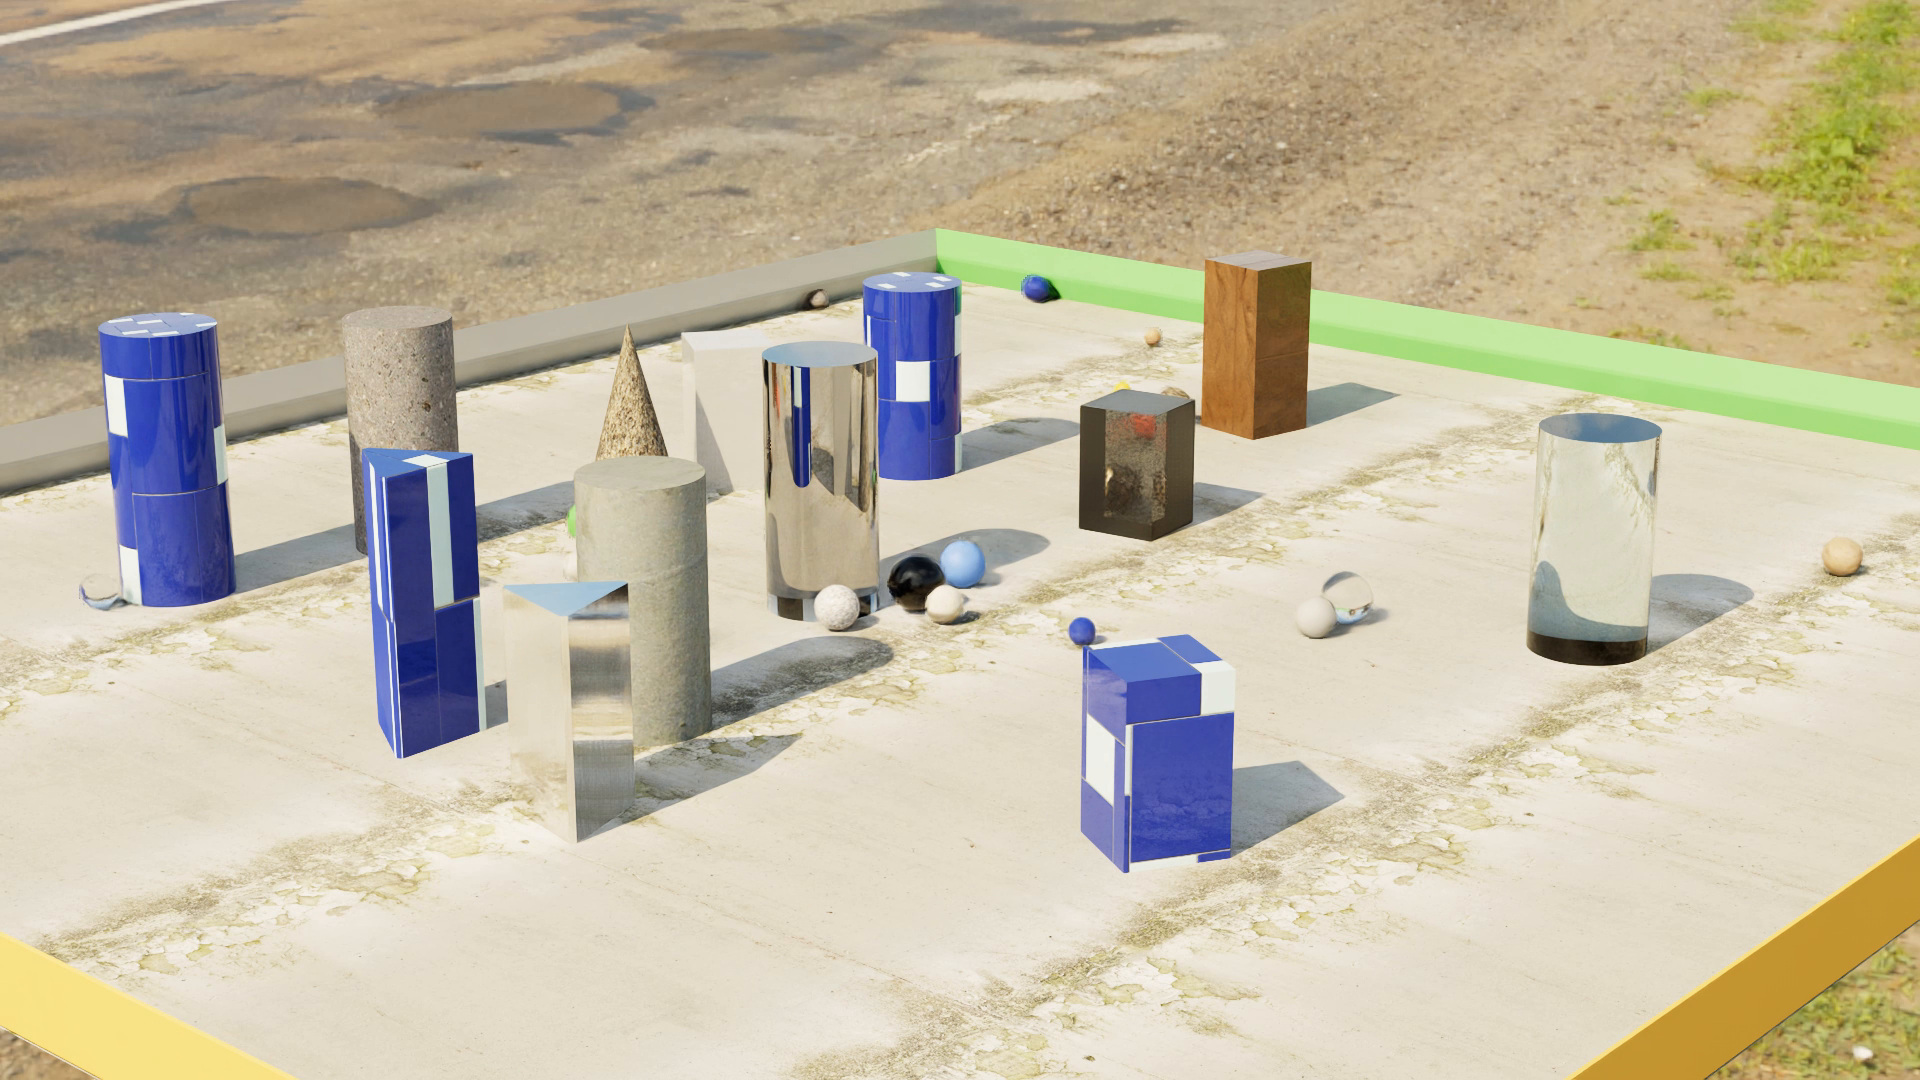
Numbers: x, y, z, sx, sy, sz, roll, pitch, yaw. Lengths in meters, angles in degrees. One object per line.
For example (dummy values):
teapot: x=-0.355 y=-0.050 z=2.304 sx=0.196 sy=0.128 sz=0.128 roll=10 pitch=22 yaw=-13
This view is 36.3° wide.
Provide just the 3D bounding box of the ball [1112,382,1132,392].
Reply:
ball: x=0.358 y=-0.329 z=6.471 sx=0.041 sy=0.041 sz=0.041 roll=0 pitch=17 yaw=0

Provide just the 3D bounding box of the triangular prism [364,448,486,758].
triangular prism: x=-0.837 y=0.085 z=4.414 sx=0.148 sy=0.436 sz=0.171 roll=14 pitch=22 yaw=38

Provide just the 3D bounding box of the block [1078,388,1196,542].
block: x=0.333 y=-0.142 z=5.510 sx=0.158 sy=0.239 sz=0.158 roll=11 pitch=20 yaw=32

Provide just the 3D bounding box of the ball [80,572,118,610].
ball: x=-1.483 y=0.088 z=5.051 sx=0.063 sy=0.063 sz=0.063 roll=0 pitch=17 yaw=0

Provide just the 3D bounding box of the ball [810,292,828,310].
ball: x=-0.356 y=-0.603 z=7.377 sx=0.044 sy=0.044 sz=0.044 roll=0 pitch=17 yaw=0

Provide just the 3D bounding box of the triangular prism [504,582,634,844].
triangular prism: x=-0.527 y=0.230 z=4.116 sx=0.148 sy=0.331 sz=0.171 roll=-12 pitch=21 yaw=-35

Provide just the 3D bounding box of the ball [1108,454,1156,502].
ball: x=0.333 y=-0.119 z=5.685 sx=0.093 sy=0.093 sz=0.093 roll=0 pitch=17 yaw=0

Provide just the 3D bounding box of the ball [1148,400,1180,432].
ball: x=0.431 y=-0.261 z=6.198 sx=0.070 sy=0.070 sz=0.070 roll=0 pitch=17 yaw=0

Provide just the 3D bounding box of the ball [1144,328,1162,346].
ball: x=0.459 y=-0.482 z=6.980 sx=0.042 sy=0.042 sz=0.042 roll=0 pitch=17 yaw=0

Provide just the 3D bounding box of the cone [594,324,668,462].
cone: x=-0.625 y=-0.231 z=5.569 sx=0.197 sy=0.375 sz=0.197 roll=0 pitch=17 yaw=0

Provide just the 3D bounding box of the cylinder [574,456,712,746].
cylinder: x=-0.480 y=0.091 z=4.454 sx=0.197 sy=0.401 sz=0.197 roll=0 pitch=17 yaw=0

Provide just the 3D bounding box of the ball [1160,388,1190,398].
ball: x=0.455 y=-0.286 z=6.265 sx=0.079 sy=0.079 sz=0.079 roll=0 pitch=17 yaw=0

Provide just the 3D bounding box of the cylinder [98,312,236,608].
cylinder: x=-1.373 y=-0.140 z=5.089 sx=0.197 sy=0.477 sz=0.197 roll=0 pitch=17 yaw=0

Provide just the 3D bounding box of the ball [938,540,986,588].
ball: x=0.004 y=0.042 z=5.167 sx=0.084 sy=0.084 sz=0.084 roll=0 pitch=17 yaw=0

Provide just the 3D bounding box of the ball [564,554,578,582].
ball: x=-0.675 y=0.049 z=5.198 sx=0.053 sy=0.053 sz=0.053 roll=0 pitch=17 yaw=0

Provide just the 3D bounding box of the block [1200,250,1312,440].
block: x=0.625 y=-0.414 z=6.198 sx=0.158 sy=0.361 sz=0.158 roll=-13 pitch=21 yaw=-37

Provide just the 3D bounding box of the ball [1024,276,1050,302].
ball: x=0.195 y=-0.639 z=7.456 sx=0.067 sy=0.067 sz=0.067 roll=0 pitch=17 yaw=0

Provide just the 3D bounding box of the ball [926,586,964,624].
ball: x=-0.025 y=0.109 z=4.976 sx=0.065 sy=0.065 sz=0.065 roll=0 pitch=17 yaw=0

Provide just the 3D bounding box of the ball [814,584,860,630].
ball: x=-0.207 y=0.113 z=4.942 sx=0.077 sy=0.077 sz=0.077 roll=0 pitch=17 yaw=0

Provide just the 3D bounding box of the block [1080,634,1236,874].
block: x=0.269 y=0.290 z=4.015 sx=0.158 sy=0.273 sz=0.158 roll=-6 pitch=18 yaw=-19

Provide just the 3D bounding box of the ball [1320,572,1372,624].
ball: x=0.656 y=0.098 z=4.974 sx=0.089 sy=0.089 sz=0.089 roll=0 pitch=17 yaw=0

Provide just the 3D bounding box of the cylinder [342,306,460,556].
cylinder: x=-1.019 y=-0.198 z=5.367 sx=0.197 sy=0.428 sz=0.197 roll=0 pitch=17 yaw=0

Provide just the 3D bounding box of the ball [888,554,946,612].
ball: x=-0.074 y=0.074 z=5.036 sx=0.099 sy=0.099 sz=0.099 roll=0 pitch=17 yaw=0

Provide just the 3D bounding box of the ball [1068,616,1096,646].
ball: x=0.203 y=0.151 z=4.867 sx=0.048 sy=0.048 sz=0.048 roll=0 pitch=17 yaw=0

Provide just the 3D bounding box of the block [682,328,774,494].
block: x=-0.457 y=-0.256 z=5.803 sx=0.158 sy=0.288 sz=0.158 roll=-4 pitch=17 yaw=-14

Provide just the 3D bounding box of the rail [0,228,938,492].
rail: x=-1.380 y=-0.314 z=6.267 sx=0.045 sy=0.128 sz=4.071 roll=14 pitch=22 yaw=39

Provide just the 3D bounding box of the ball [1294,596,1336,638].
ball: x=0.595 y=0.128 z=4.905 sx=0.070 sy=0.070 sz=0.070 roll=0 pitch=17 yaw=0

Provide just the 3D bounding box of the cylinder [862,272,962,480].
cylinder: x=-0.095 y=-0.330 z=5.882 sx=0.197 sy=0.383 sz=0.197 roll=0 pitch=17 yaw=0

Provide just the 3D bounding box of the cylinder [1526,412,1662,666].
cylinder: x=1.039 y=-0.003 z=4.811 sx=0.197 sy=0.375 sz=0.197 roll=0 pitch=17 yaw=0

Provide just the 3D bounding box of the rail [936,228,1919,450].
rail: x=1.319 y=-0.406 z=6.574 sx=3.704 sy=0.128 sz=0.045 roll=14 pitch=22 yaw=39

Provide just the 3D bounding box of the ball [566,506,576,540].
ball: x=-0.686 y=-0.034 z=5.422 sx=0.082 sy=0.082 sz=0.082 roll=0 pitch=17 yaw=0

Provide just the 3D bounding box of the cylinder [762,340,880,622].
cylinder: x=-0.237 y=-0.102 z=5.017 sx=0.197 sy=0.445 sz=0.197 roll=0 pitch=17 yaw=0

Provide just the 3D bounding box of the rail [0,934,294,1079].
rail: x=-1.319 y=0.470 z=3.665 sx=3.704 sy=0.128 sz=0.045 roll=14 pitch=22 yaw=39

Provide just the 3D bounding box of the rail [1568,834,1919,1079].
rail: x=1.380 y=0.378 z=3.972 sx=0.045 sy=0.128 sz=4.071 roll=14 pitch=22 yaw=39

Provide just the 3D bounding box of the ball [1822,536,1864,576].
ball: x=1.576 y=0.029 z=5.234 sx=0.070 sy=0.070 sz=0.070 roll=0 pitch=17 yaw=0
